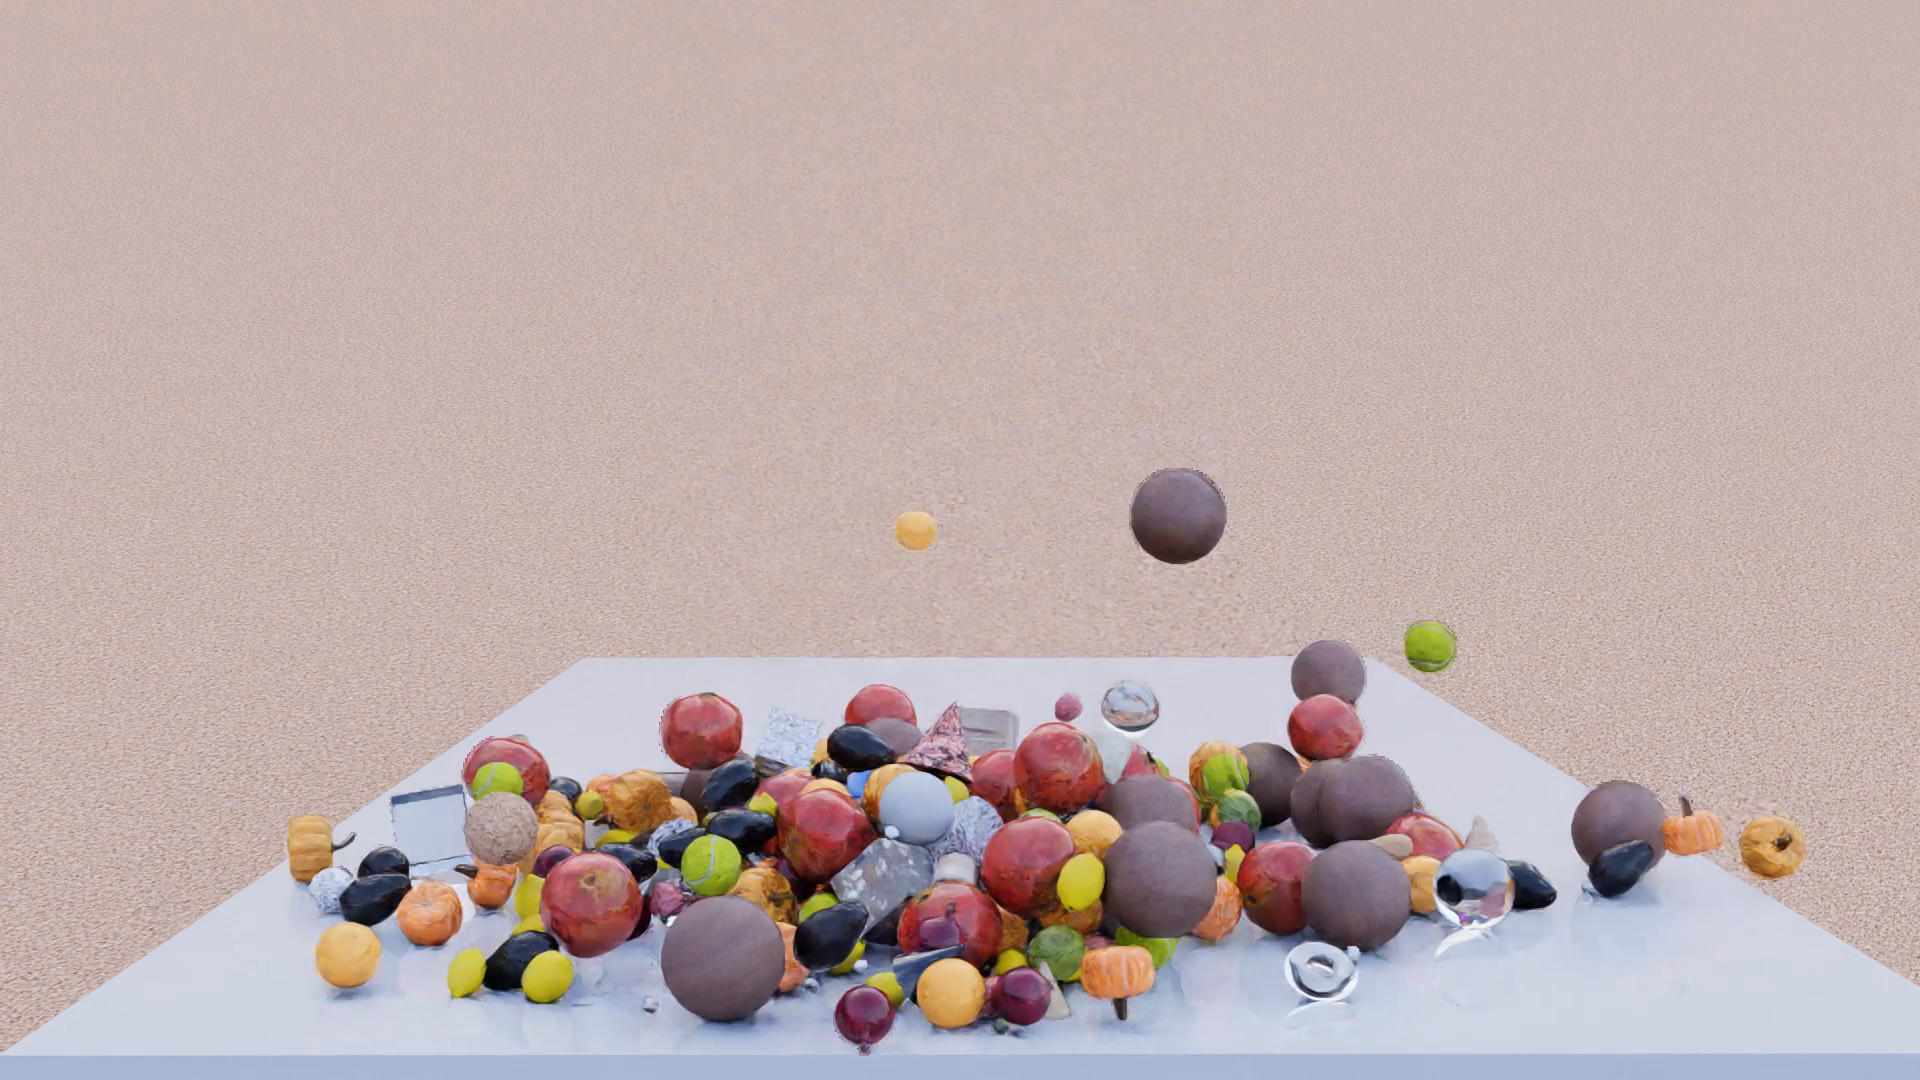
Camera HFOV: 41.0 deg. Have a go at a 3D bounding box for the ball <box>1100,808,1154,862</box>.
[{"bbox_3d":[0.233,0.413,3.594,0.075,0.075,0.075,0,22,0],"label":"ball"}]

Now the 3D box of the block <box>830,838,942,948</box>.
[{"bbox_3d":[-0.080,0.411,2.994,0.084,0.084,0.084,21,32,-51],"label":"block"}]

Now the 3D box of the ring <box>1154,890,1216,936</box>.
[{"bbox_3d":[0.254,0.454,3.138,0.117,0.039,0.117,1,5,0],"label":"ring"}]

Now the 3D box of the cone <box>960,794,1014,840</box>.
[{"bbox_3d":[0.018,0.380,3.605,0.099,0.099,0.099,-6,53,9],"label":"cone"}]

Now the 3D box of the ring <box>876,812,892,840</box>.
[{"bbox_3d":[-0.066,0.353,3.351,0.097,0.032,0.097,-23,43,24],"label":"ring"}]

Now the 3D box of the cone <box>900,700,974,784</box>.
[{"bbox_3d":[-0.018,0.252,3.294,0.099,0.099,0.099,14,-13,3],"label":"cone"}]

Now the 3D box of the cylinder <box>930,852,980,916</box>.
[{"bbox_3d":[-0.007,0.397,2.961,0.052,0.052,0.052,2,26,6],"label":"cylinder"}]

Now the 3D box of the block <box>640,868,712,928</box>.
[{"bbox_3d":[-0.347,0.437,3.140,0.052,0.052,0.052,-3,55,41],"label":"block"}]

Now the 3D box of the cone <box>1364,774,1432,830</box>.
[{"bbox_3d":[0.640,0.410,3.827,0.089,0.089,0.089,-29,24,0],"label":"cone"}]

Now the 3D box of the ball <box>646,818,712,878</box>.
[{"bbox_3d":[-0.374,0.416,3.431,0.088,0.088,0.088,0,22,0],"label":"ball"}]

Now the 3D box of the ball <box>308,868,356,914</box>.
[{"bbox_3d":[-0.790,0.442,3.236,0.057,0.057,0.057,0,22,0],"label":"ball"}]

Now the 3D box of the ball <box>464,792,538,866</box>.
[{"bbox_3d":[-0.546,0.343,3.060,0.088,0.088,0.088,0,22,0],"label":"ball"}]

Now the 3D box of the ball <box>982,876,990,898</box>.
[{"bbox_3d":[0.060,0.436,3.286,0.062,0.062,0.062,0,22,0],"label":"ball"}]

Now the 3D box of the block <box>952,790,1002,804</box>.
[{"bbox_3d":[0.026,0.409,3.884,0.054,0.054,0.054,-2,3,-30],"label":"block"}]

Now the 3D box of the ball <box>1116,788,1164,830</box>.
[{"bbox_3d":[0.267,0.404,3.819,0.070,0.070,0.070,0,22,0],"label":"ball"}]

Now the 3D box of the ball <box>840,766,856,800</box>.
[{"bbox_3d":[-0.156,0.392,4.090,0.066,0.066,0.066,0,22,0],"label":"ball"}]

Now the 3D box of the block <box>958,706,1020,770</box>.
[{"bbox_3d":[0.044,0.340,4.398,0.091,0.091,0.091,4,-11,15],"label":"block"}]

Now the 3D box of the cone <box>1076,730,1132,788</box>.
[{"bbox_3d":[0.198,0.304,3.395,0.076,0.076,0.076,-3,33,-8],"label":"cone"}]

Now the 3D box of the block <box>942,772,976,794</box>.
[{"bbox_3d":[-0.012,0.398,4.109,0.052,0.052,0.052,2,4,37],"label":"block"}]

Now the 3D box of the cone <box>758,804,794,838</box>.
[{"bbox_3d":[-0.261,0.428,3.807,0.053,0.053,0.053,-17,40,-36],"label":"cone"}]

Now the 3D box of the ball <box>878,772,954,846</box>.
[{"bbox_3d":[-0.052,0.319,3.046,0.090,0.090,0.090,0,22,0],"label":"ball"}]

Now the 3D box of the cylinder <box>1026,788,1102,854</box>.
[{"bbox_3d":[0.135,0.371,3.341,0.083,0.083,0.083,-10,23,-6],"label":"cylinder"}]

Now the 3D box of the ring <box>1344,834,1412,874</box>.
[{"bbox_3d":[0.511,0.384,3.142,0.088,0.029,0.088,-15,-17,-5],"label":"ring"}]

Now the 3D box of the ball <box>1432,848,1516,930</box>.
[{"bbox_3d":[0.627,0.425,3.135,0.099,0.099,0.099,0,22,0],"label":"ball"}]

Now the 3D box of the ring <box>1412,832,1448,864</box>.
[{"bbox_3d":[0.618,0.426,3.491,0.098,0.033,0.098,-23,-11,-5],"label":"ring"}]

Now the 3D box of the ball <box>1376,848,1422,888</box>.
[{"bbox_3d":[0.580,0.431,3.400,0.060,0.060,0.060,0,22,0],"label":"ball"}]

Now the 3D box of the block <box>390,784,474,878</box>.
[{"bbox_3d":[-0.708,0.392,3.452,0.095,0.095,0.095,-9,-16,-14],"label":"block"}]

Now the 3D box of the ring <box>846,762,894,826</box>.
[{"bbox_3d":[-0.123,0.362,3.626,0.032,0.097,0.097,-20,6,38],"label":"ring"}]

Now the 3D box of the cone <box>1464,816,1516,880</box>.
[{"bbox_3d":[0.683,0.404,3.379,0.087,0.087,0.087,1,-23,0],"label":"cone"}]

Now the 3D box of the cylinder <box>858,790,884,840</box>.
[{"bbox_3d":[-0.106,0.383,3.547,0.057,0.057,0.057,-8,57,12],"label":"cylinder"}]

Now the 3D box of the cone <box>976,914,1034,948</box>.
[{"bbox_3d":[0.062,0.465,3.048,0.061,0.061,0.061,27,12,-23],"label":"cone"}]

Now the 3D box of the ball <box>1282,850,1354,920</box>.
[{"bbox_3d":[0.445,0.428,3.190,0.088,0.088,0.088,0,22,0],"label":"ball"}]

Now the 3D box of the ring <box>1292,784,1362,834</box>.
[{"bbox_3d":[0.549,0.403,3.845,0.115,0.038,0.115,-27,-1,0],"label":"ring"}]

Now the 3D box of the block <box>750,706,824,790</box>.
[{"bbox_3d":[-0.244,0.293,3.619,0.076,0.076,0.076,19,62,-2],"label":"block"}]

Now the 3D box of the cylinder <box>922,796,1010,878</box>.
[{"bbox_3d":[-0.005,0.374,3.136,0.094,0.094,0.094,-28,8,28],"label":"cylinder"}]

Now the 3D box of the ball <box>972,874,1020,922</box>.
[{"bbox_3d":[0.041,0.417,2.999,0.056,0.056,0.056,0,22,0],"label":"ball"}]

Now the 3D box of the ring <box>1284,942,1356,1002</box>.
[{"bbox_3d":[0.389,0.466,2.777,0.080,0.027,0.080,6,34,-4],"label":"ring"}]

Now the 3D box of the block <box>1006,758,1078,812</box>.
[{"bbox_3d":[0.126,0.381,3.948,0.071,0.071,0.071,23,-22,-37],"label":"block"}]

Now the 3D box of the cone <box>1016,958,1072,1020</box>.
[{"bbox_3d":[0.088,0.468,2.698,0.060,0.060,0.060,0,4,0],"label":"cone"}]

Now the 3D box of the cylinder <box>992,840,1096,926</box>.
[{"bbox_3d":[0.101,0.423,3.172,0.096,0.096,0.096,17,11,37],"label":"cylinder"}]

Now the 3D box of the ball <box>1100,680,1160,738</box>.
[{"bbox_3d":[0.248,0.247,3.755,0.086,0.086,0.086,0,22,0],"label":"ball"}]

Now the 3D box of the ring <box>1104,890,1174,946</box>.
[{"bbox_3d":[0.213,0.450,3.063,0.087,0.029,0.087,-15,27,8],"label":"ring"}]

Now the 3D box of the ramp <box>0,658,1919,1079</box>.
[{"bbox_3d":[0.050,0.452,4.532,2.000,0.100,4.000,0,3,0],"label":"ramp"}]

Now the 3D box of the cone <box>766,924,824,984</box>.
[{"bbox_3d":[-0.175,0.473,2.882,0.067,0.067,0.067,7,-21,18],"label":"cone"}]

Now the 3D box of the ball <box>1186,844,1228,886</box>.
[{"bbox_3d":[0.305,0.401,3.176,0.050,0.050,0.050,0,22,0],"label":"ball"}]

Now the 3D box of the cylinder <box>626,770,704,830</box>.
[{"bbox_3d":[-0.443,0.393,3.873,0.088,0.088,0.088,1,21,19],"label":"cylinder"}]
